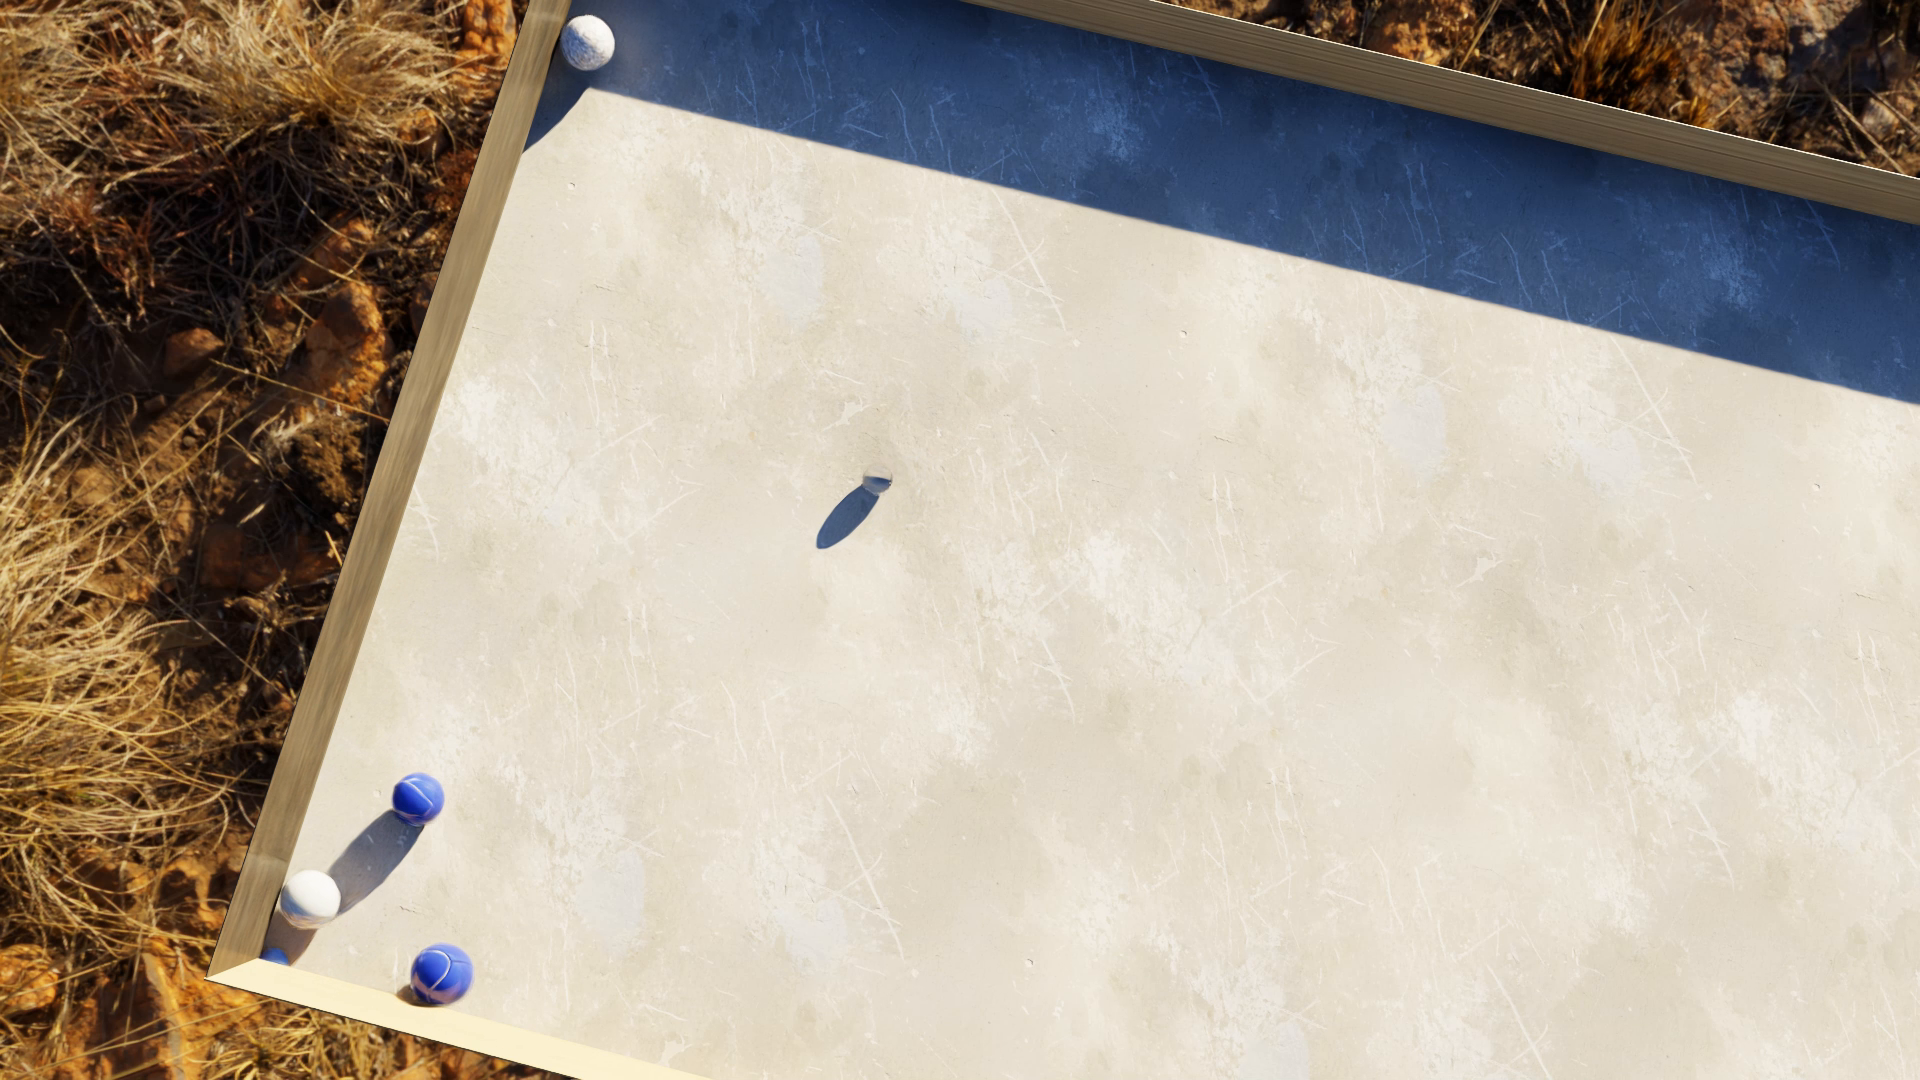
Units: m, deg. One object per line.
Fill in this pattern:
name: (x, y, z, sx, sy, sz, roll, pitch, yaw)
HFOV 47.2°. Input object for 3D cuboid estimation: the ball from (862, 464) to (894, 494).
ball: (-0.126, -0.094, 3.364, 0.047, 0.047, 0.047, 0, 76, 0)

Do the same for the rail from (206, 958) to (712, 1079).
rail: (0.622, 1.029, 3.052, 3.468, 0.117, 0.045, 14, 77, 3)

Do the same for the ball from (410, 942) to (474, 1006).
ball: (-0.747, 0.625, 3.166, 0.090, 0.090, 0.090, 0, 76, 0)

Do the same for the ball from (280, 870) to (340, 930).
ball: (-0.945, 0.523, 3.194, 0.085, 0.085, 0.085, 0, 76, 0)

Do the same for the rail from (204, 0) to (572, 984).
rail: (-0.817, -0.209, 3.356, 0.045, 0.117, 1.803, 14, 77, 3)

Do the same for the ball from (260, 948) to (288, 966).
ball: (-0.997, 0.613, 3.194, 0.042, 0.042, 0.042, 0, 76, 0)

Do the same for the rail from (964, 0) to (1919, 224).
rail: (1.058, -0.623, 3.457, 3.468, 0.117, 0.045, 14, 77, 3)

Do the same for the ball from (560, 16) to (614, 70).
ball: (-0.596, -0.794, 3.516, 0.086, 0.086, 0.086, 0, 76, 0)

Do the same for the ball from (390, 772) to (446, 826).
ball: (-0.797, 0.381, 3.232, 0.078, 0.078, 0.078, 0, 76, 0)
